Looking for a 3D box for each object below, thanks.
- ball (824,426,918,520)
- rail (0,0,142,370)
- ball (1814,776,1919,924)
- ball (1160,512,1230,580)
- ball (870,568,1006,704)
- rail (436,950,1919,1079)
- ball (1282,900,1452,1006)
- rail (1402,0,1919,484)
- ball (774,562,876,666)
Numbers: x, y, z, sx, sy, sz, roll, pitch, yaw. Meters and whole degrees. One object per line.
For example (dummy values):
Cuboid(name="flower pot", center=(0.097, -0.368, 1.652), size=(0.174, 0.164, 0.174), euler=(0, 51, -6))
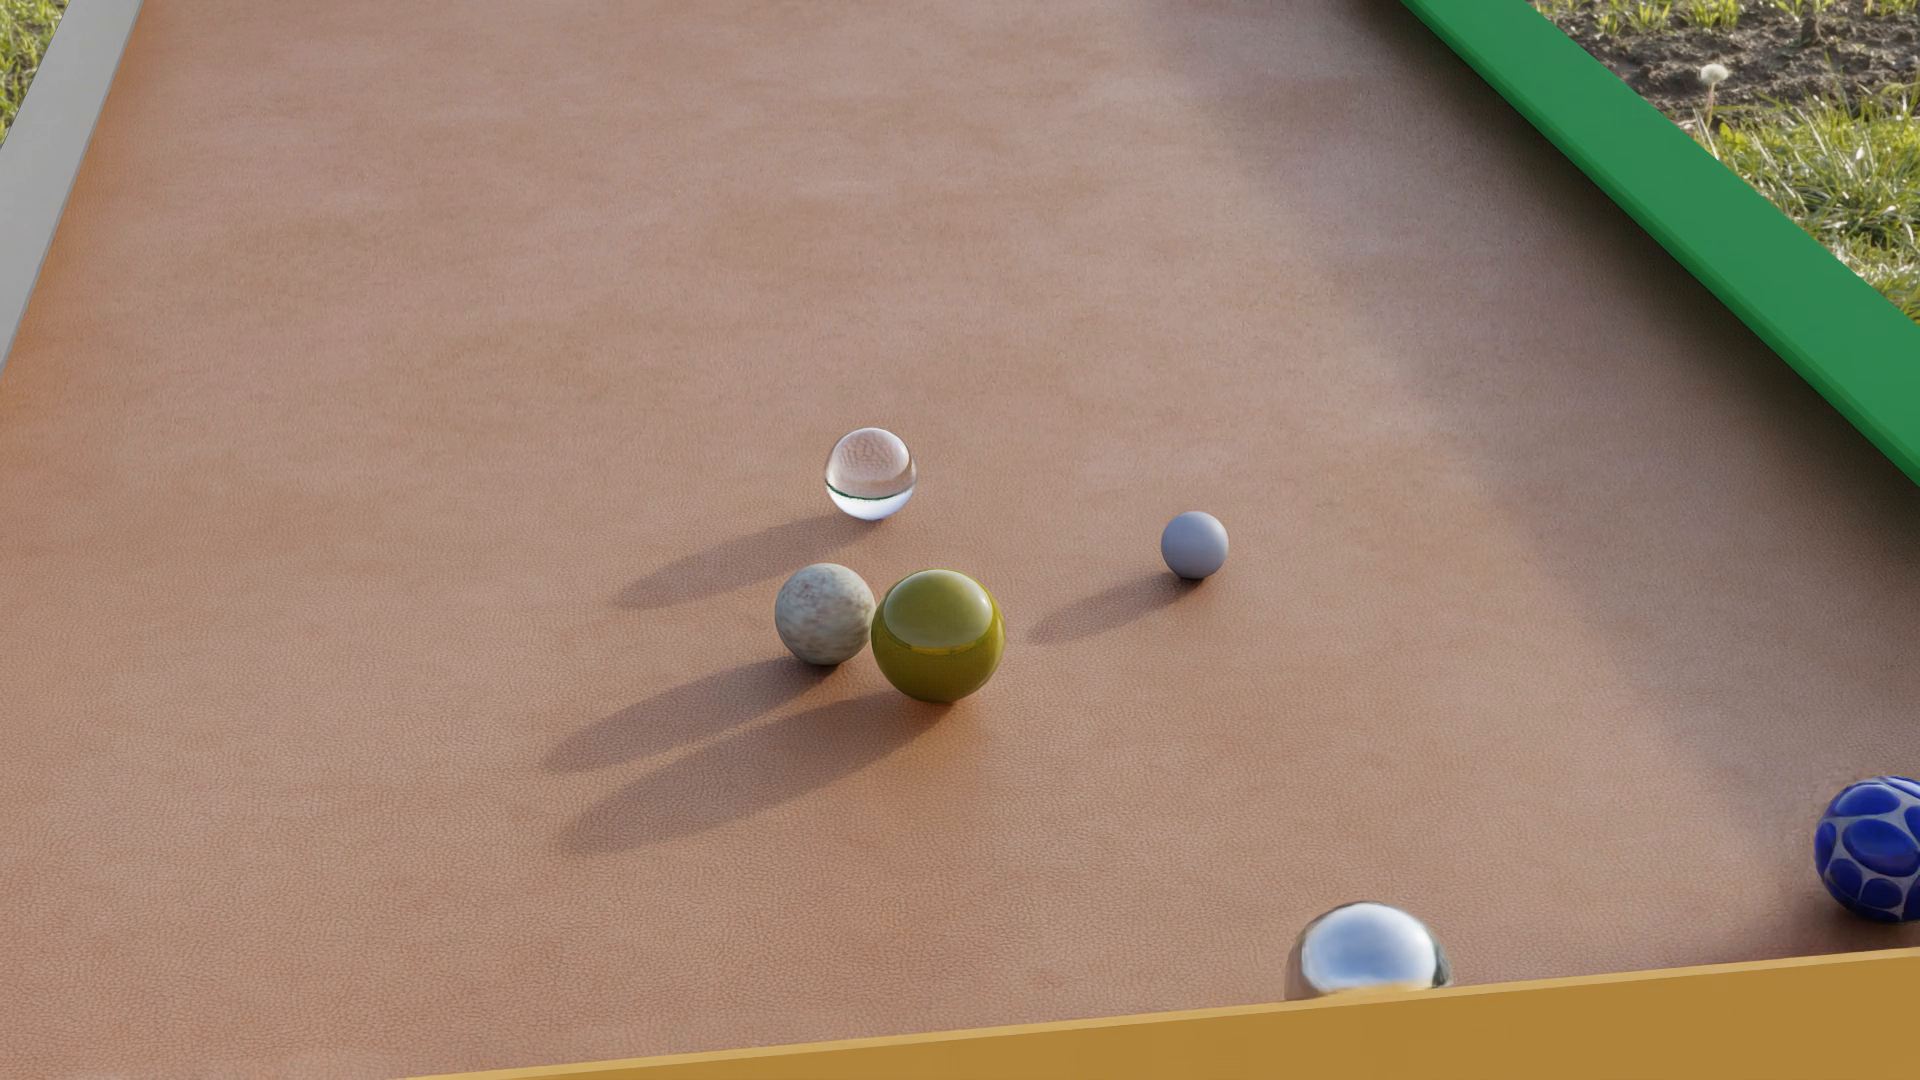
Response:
Cuboid(name="ball", center=(-0.063, -0.047, 2.074), size=(0.066, 0.066, 0.066), euler=(0, 26, 0))
Cuboid(name="rail", center=(-0.782, -0.259, 2.466), size=(0.045, 0.110, 2.673), euler=(-4, 26, -8))
Cuboid(name="ball", center=(0.508, 0.169, 1.607), size=(0.080, 0.080, 0.080), euler=(0, 26, 0))
Cuboid(name="ball", center=(0.159, 0.004, 1.992), size=(0.046, 0.046, 0.046), euler=(0, 26, 0))
Cuboid(name="ball", center=(-0.013, 0.059, 1.831), size=(0.085, 0.085, 0.085), euler=(0, 26, 0))
Cuboid(name="rail", center=(0.095, 0.257, 1.387), size=(1.429, 0.110, 0.045), euler=(-4, 26, -8))
Cuboid(name="ball", center=(0.206, 0.225, 1.485), size=(0.085, 0.085, 0.085), euler=(0, 26, 0))
Cuboid(name="rail", center=(0.585, -0.347, 2.650), size=(0.045, 0.110, 2.673), euler=(-4, 26, -8))
Cuboid(name="ball", center=(-0.086, 0.047, 1.879), size=(0.065, 0.065, 0.065), euler=(0, 26, 0))
